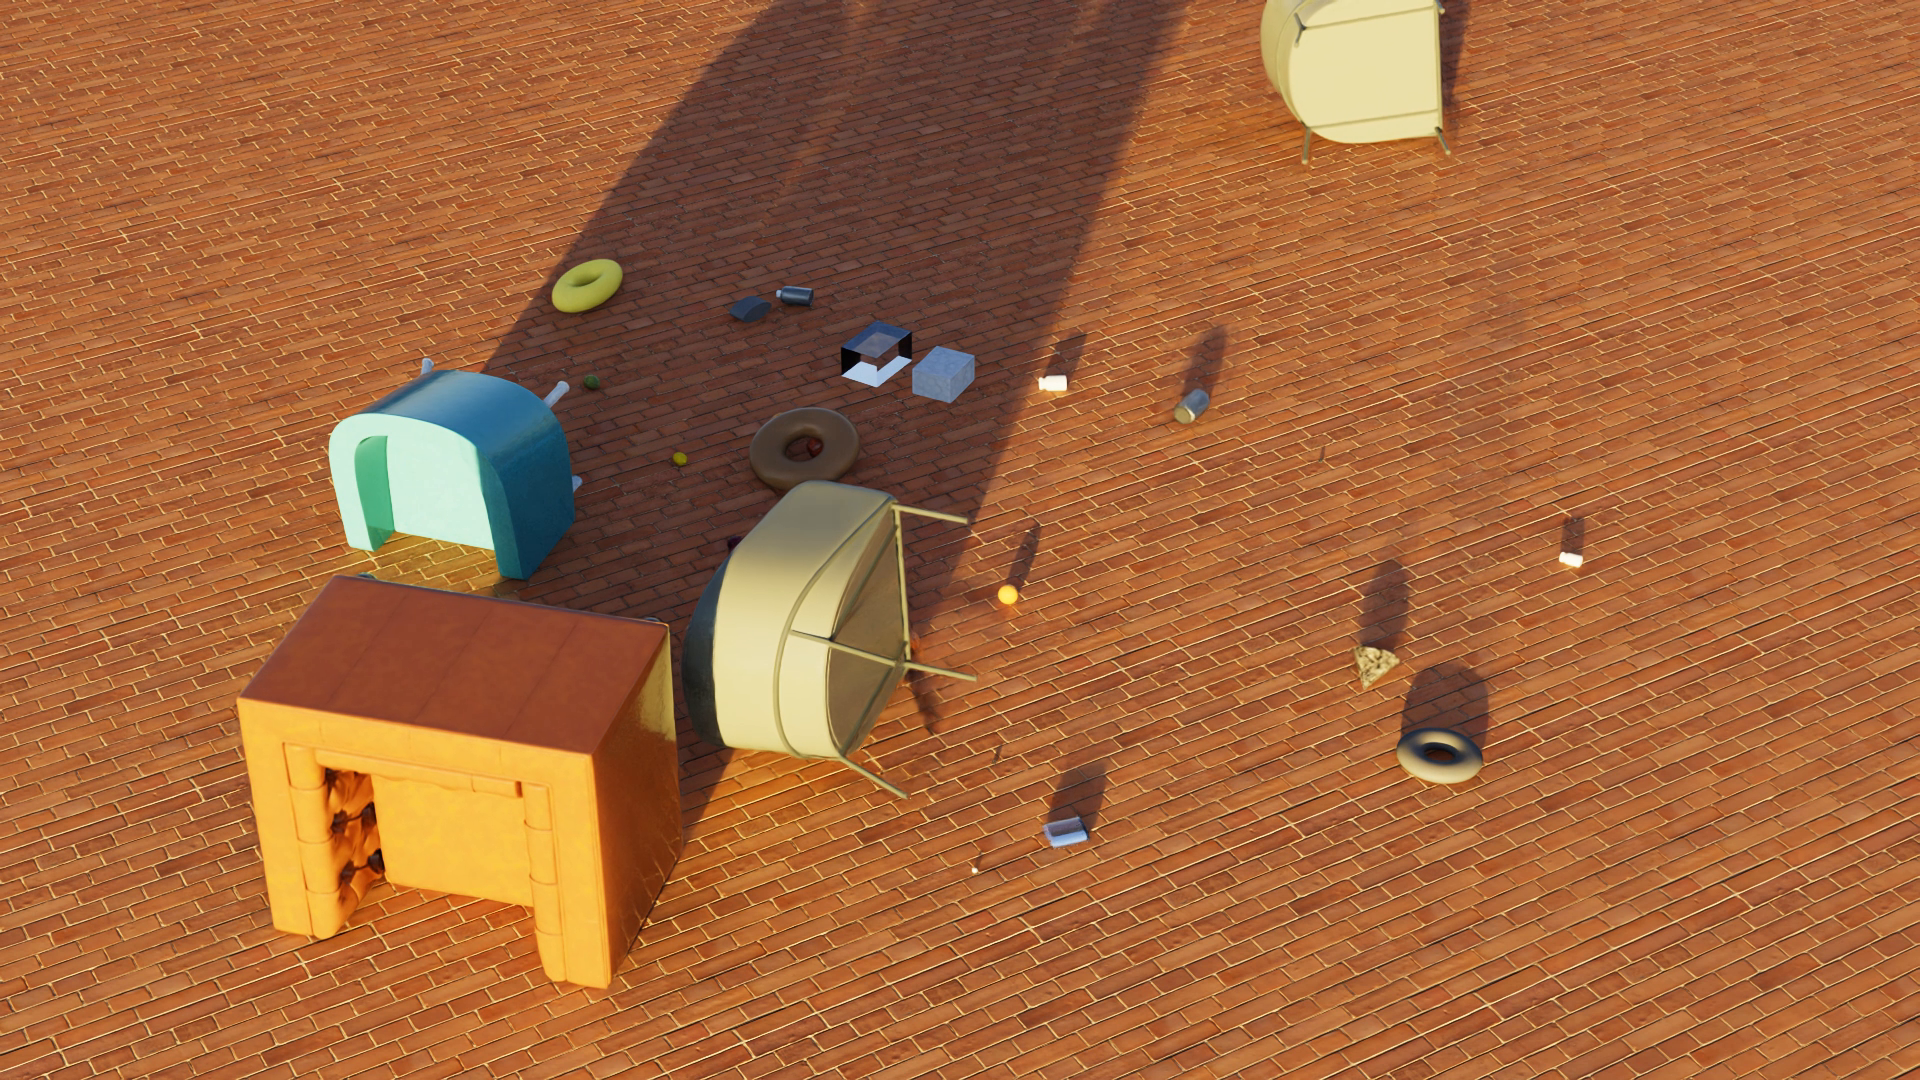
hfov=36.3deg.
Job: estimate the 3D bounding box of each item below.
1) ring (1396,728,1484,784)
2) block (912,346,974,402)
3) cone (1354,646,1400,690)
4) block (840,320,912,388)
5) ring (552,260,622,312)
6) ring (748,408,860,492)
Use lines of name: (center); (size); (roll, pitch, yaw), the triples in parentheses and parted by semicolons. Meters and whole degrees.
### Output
ring: (1.602, 0.719, 9.797); (0.295, 0.062, 0.275); (25, 40, 34)
block: (-0.066, -0.670, 11.859); (0.173, 0.112, 0.213); (16, 37, 22)
cone: (1.427, 0.463, 10.203); (0.167, 0.088, 0.163); (14, 51, 16)
block: (-0.340, -0.762, 11.977); (0.174, 0.136, 0.262); (19, 38, 26)
ring: (-1.587, -1.084, 12.495); (0.235, 0.105, 0.405); (16, 37, 25)
ring: (-0.598, -0.349, 11.285); (0.441, 0.105, 0.373); (-6, 57, 8)
